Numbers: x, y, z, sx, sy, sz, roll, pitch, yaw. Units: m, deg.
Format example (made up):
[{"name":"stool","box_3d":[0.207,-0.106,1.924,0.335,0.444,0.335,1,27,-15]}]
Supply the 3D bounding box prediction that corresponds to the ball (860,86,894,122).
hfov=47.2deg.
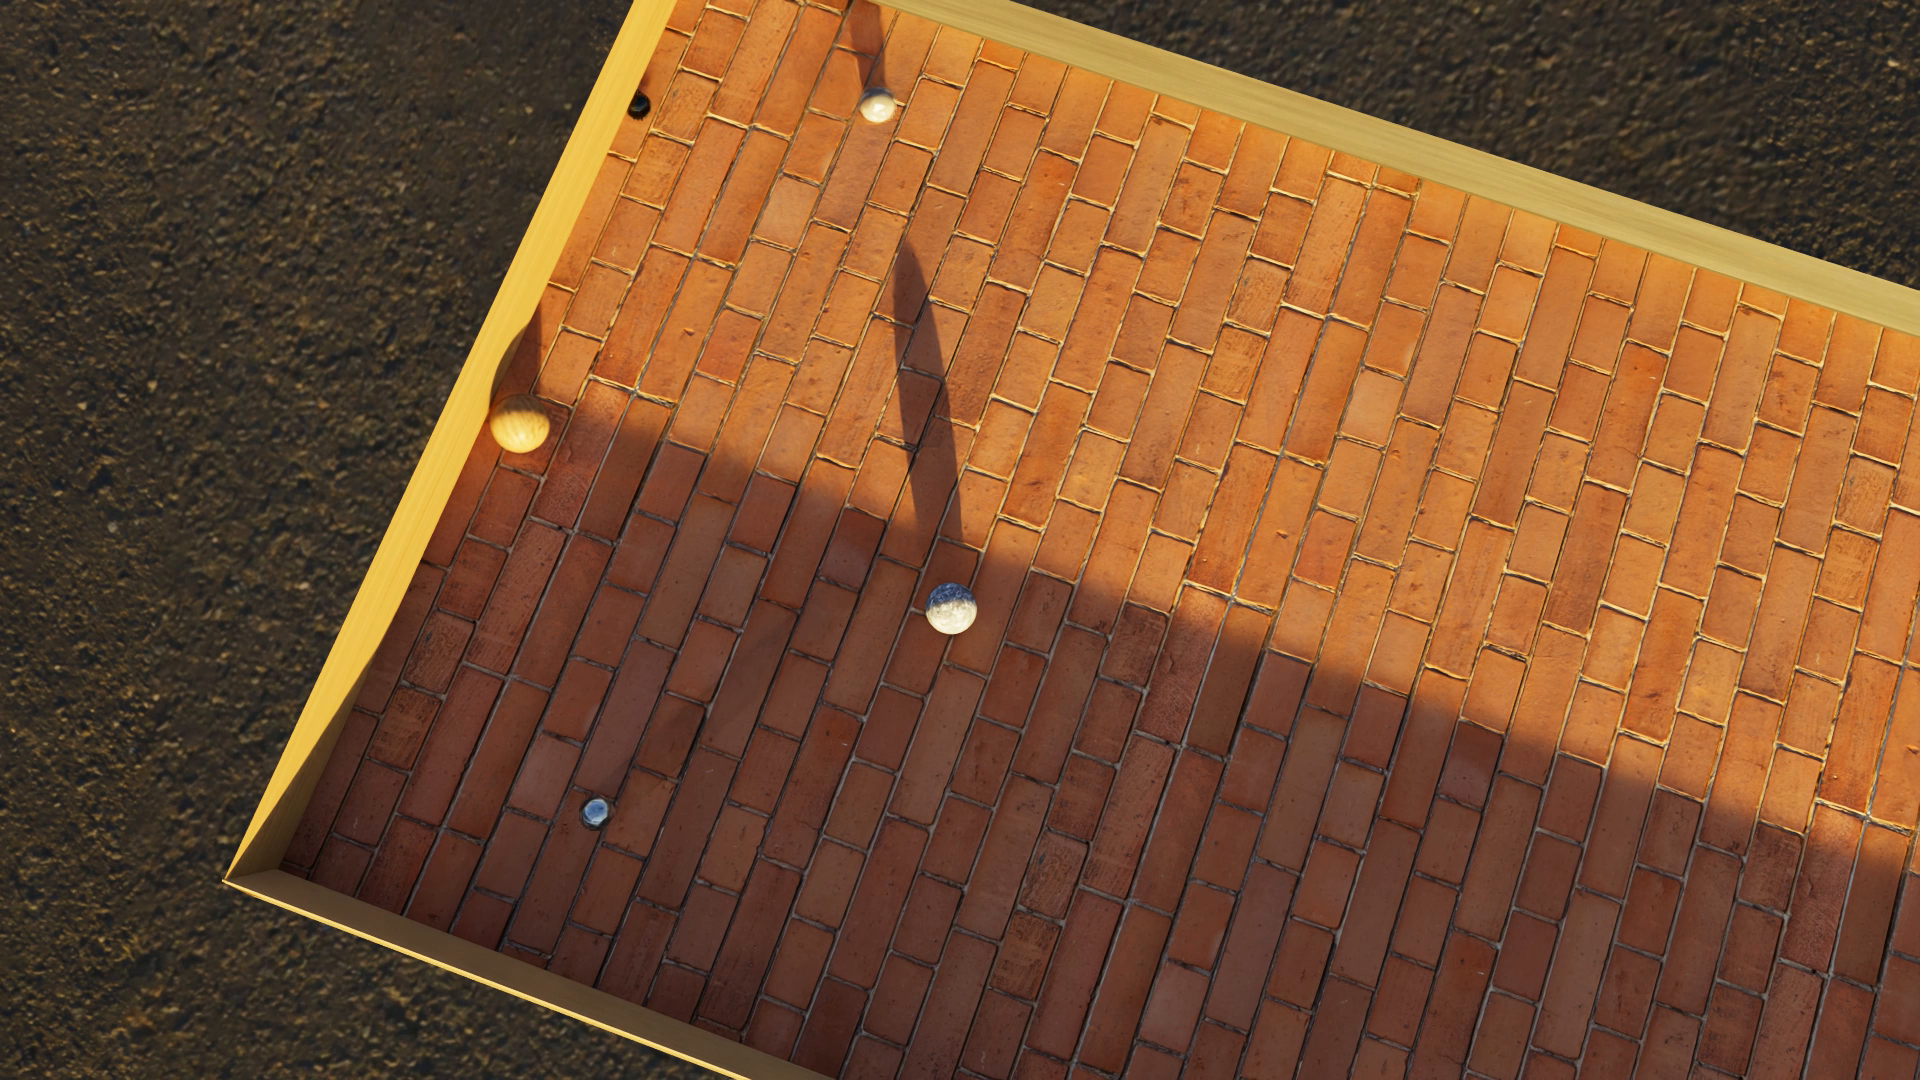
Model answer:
[{"name":"ball","box_3d":[-0.137,-0.719,3.630,0.059,0.059,0.059,0,72,0]}]

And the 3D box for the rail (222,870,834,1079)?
[{"name":"rail","box_3d":[0.469,1.013,3.044,3.230,0.121,0.045,19,73,6]}]

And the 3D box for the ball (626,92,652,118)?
[{"name":"ball","box_3d":[-0.533,-0.719,3.638,0.044,0.044,0.044,0,72,0]}]

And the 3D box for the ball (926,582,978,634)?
[{"name":"ball","box_3d":[-0.013,0.104,3.356,0.080,0.080,0.080,0,72,0]}]

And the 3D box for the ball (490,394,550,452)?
[{"name":"ball","box_3d":[-0.689,-0.183,3.441,0.093,0.093,0.093,0,72,0]}]

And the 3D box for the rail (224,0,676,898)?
[{"name":"rail","box_3d":[-0.736,-0.264,3.451,0.045,0.121,1.741,19,73,6]}]

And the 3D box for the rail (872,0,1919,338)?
[{"name":"rail","box_3d":[1.049,-0.503,3.527,3.230,0.121,0.045,19,73,6]}]

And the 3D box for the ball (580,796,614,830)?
[{"name":"ball","box_3d":[-0.540,0.406,3.275,0.050,0.050,0.050,0,72,0]}]
